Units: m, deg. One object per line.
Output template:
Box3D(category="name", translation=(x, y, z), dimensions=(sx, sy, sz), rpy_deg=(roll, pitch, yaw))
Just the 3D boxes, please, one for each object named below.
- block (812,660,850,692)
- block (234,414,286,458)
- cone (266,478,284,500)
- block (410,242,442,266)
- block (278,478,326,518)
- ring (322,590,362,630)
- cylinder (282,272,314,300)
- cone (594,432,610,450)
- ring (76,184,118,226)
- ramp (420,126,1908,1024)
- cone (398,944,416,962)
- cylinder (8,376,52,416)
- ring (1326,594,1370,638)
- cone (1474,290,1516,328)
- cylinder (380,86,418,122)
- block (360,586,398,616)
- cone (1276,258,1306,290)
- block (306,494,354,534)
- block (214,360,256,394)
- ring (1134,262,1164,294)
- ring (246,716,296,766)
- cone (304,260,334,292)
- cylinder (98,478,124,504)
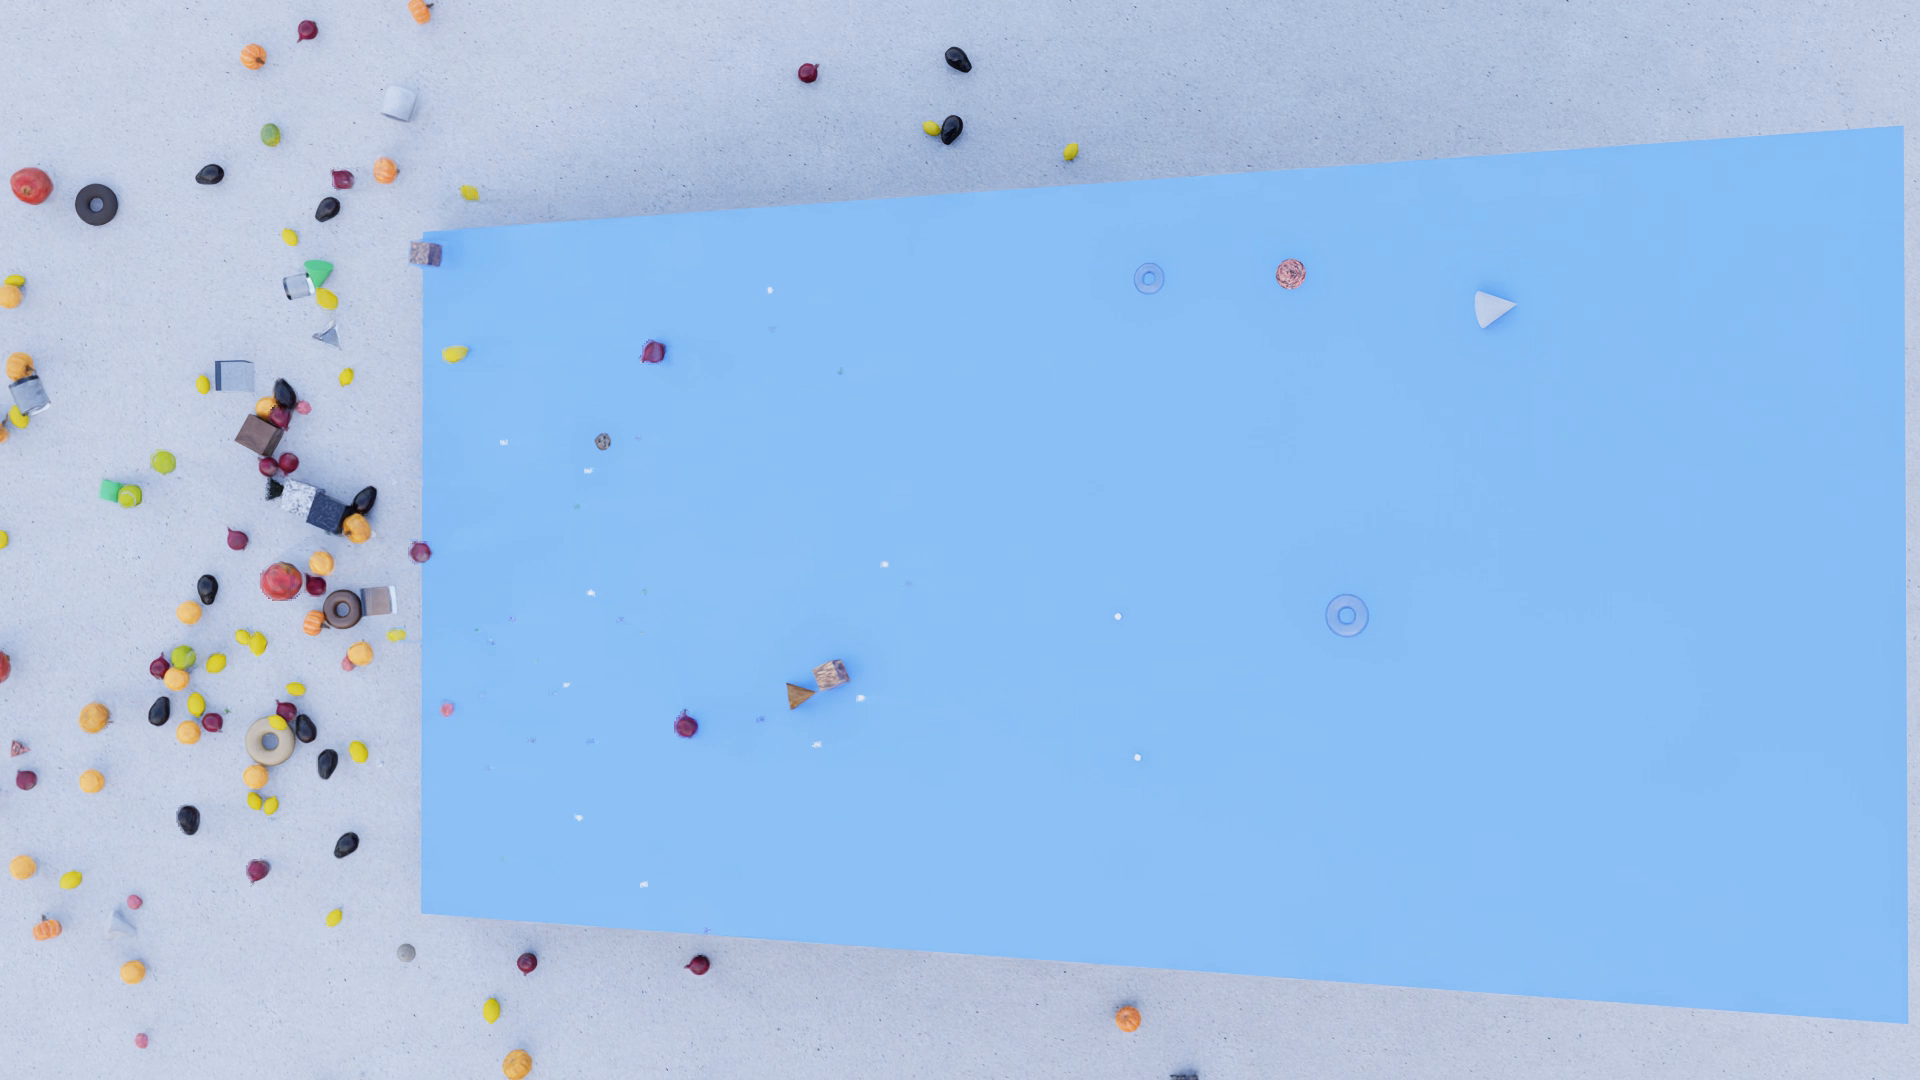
Box3D(category="block", translation=(-0.345, 0.363, 5.893), dimensions=(0.064, 0.064, 0.064), rpy_deg=(-26, 79, 20))
Box3D(category="block", translation=(-2.070, -0.309, 6.504), dimensions=(0.091, 0.091, 0.091), rpy_deg=(28, 89, 0))
Box3D(category="cone", translation=(-2.019, -0.146, 6.531), dimensions=(0.072, 0.072, 0.072), rpy_deg=(9, 89, -26))
Box3D(category="block", translation=(-1.560, -0.834, 6.421), dimensions=(0.064, 0.064, 0.064), rpy_deg=(6, 92, 23))
Box3D(category="block", translation=(-1.946, -0.122, 6.501), dimensions=(0.093, 0.093, 0.093), rpy_deg=(18, 89, 0))
Box3D(category="ring", translation=(-1.830, 0.206, 6.523), dimensions=(0.119, 0.040, 0.119), rpy_deg=(0, 88, 0))
Box3D(category="cylinder", translation=(-1.961, -0.752, 6.520), dimensions=(0.070, 0.070, 0.070), rpy_deg=(-12, 89, 0))
Box3D(category="cone", translation=(-1.018, -0.278, 6.193), dimensions=(0.050, 0.050, 0.050), rpy_deg=(0, 89, 23))
Box3D(category="ring", translation=(-2.567, -0.997, 6.537), dimensions=(0.125, 0.042, 0.125), rpy_deg=(0, 90, 0))
Box3D(category="ramp", translation=(0.283, 0.085, 5.720), dimensions=(4.000, 0.100, 2.000), rpy_deg=(0, 89, 23))
Box3D(category="cone", translation=(-1.644, 1.226, 6.503), dimensions=(0.056, 0.056, 0.056), rpy_deg=(0, 89, 0))
Box3D(category="cylinder", translation=(-2.750, -0.427, 6.505), dimensions=(0.091, 0.091, 0.091), rpy_deg=(-26, 89, 0))
Box3D(category="ring", translation=(0.944, 0.185, 5.365), dimensions=(0.109, 0.036, 0.109), rpy_deg=(0, 90, 22))
Box3D(category="cone", translation=(1.282, -0.555, 5.229), dimensions=(0.089, 0.089, 0.089), rpy_deg=(-9, 89, -4))
Box3D(category="cylinder", translation=(-1.662, -1.292, 6.519), dimensions=(0.085, 0.085, 0.085), rpy_deg=(17, 89, 0))
Box3D(category="block", translation=(-1.719, 0.181, 6.502), dimensions=(0.082, 0.082, 0.082), rpy_deg=(-6, 89, 0))
Box3D(category="cone", translation=(0.805, -0.659, 5.413), dimensions=(0.076, 0.076, 0.076), rpy_deg=(0, 89, 23))
Box3D(category="block", translation=(-1.862, -0.076, 6.501), dimensions=(0.091, 0.091, 0.091), rpy_deg=(23, 89, 0))
Box3D(category="block", translation=(-2.145, -0.483, 6.507), dimensions=(0.088, 0.088, 0.088), rpy_deg=(-1, 89, 0))
Box3D(category="ring", translation=(0.480, -0.663, 5.577), dimensions=(0.083, 0.028, 0.083), rpy_deg=(0, 90, 22))
Box3D(category="ring", translation=(-2.043, 0.596, 6.514), dimensions=(0.148, 0.049, 0.148), rpy_deg=(0, 91, 0))
Box3D(category="cone", translation=(-1.909, -0.777, 6.536), dimensions=(0.085, 0.085, 0.085), rpy_deg=(13, 116, 0))
Box3D(category="cylinder", translation=(-2.517, -0.145, 6.519), dimensions=(0.056, 0.056, 0.056), rpy_deg=(26, 70, 0))
